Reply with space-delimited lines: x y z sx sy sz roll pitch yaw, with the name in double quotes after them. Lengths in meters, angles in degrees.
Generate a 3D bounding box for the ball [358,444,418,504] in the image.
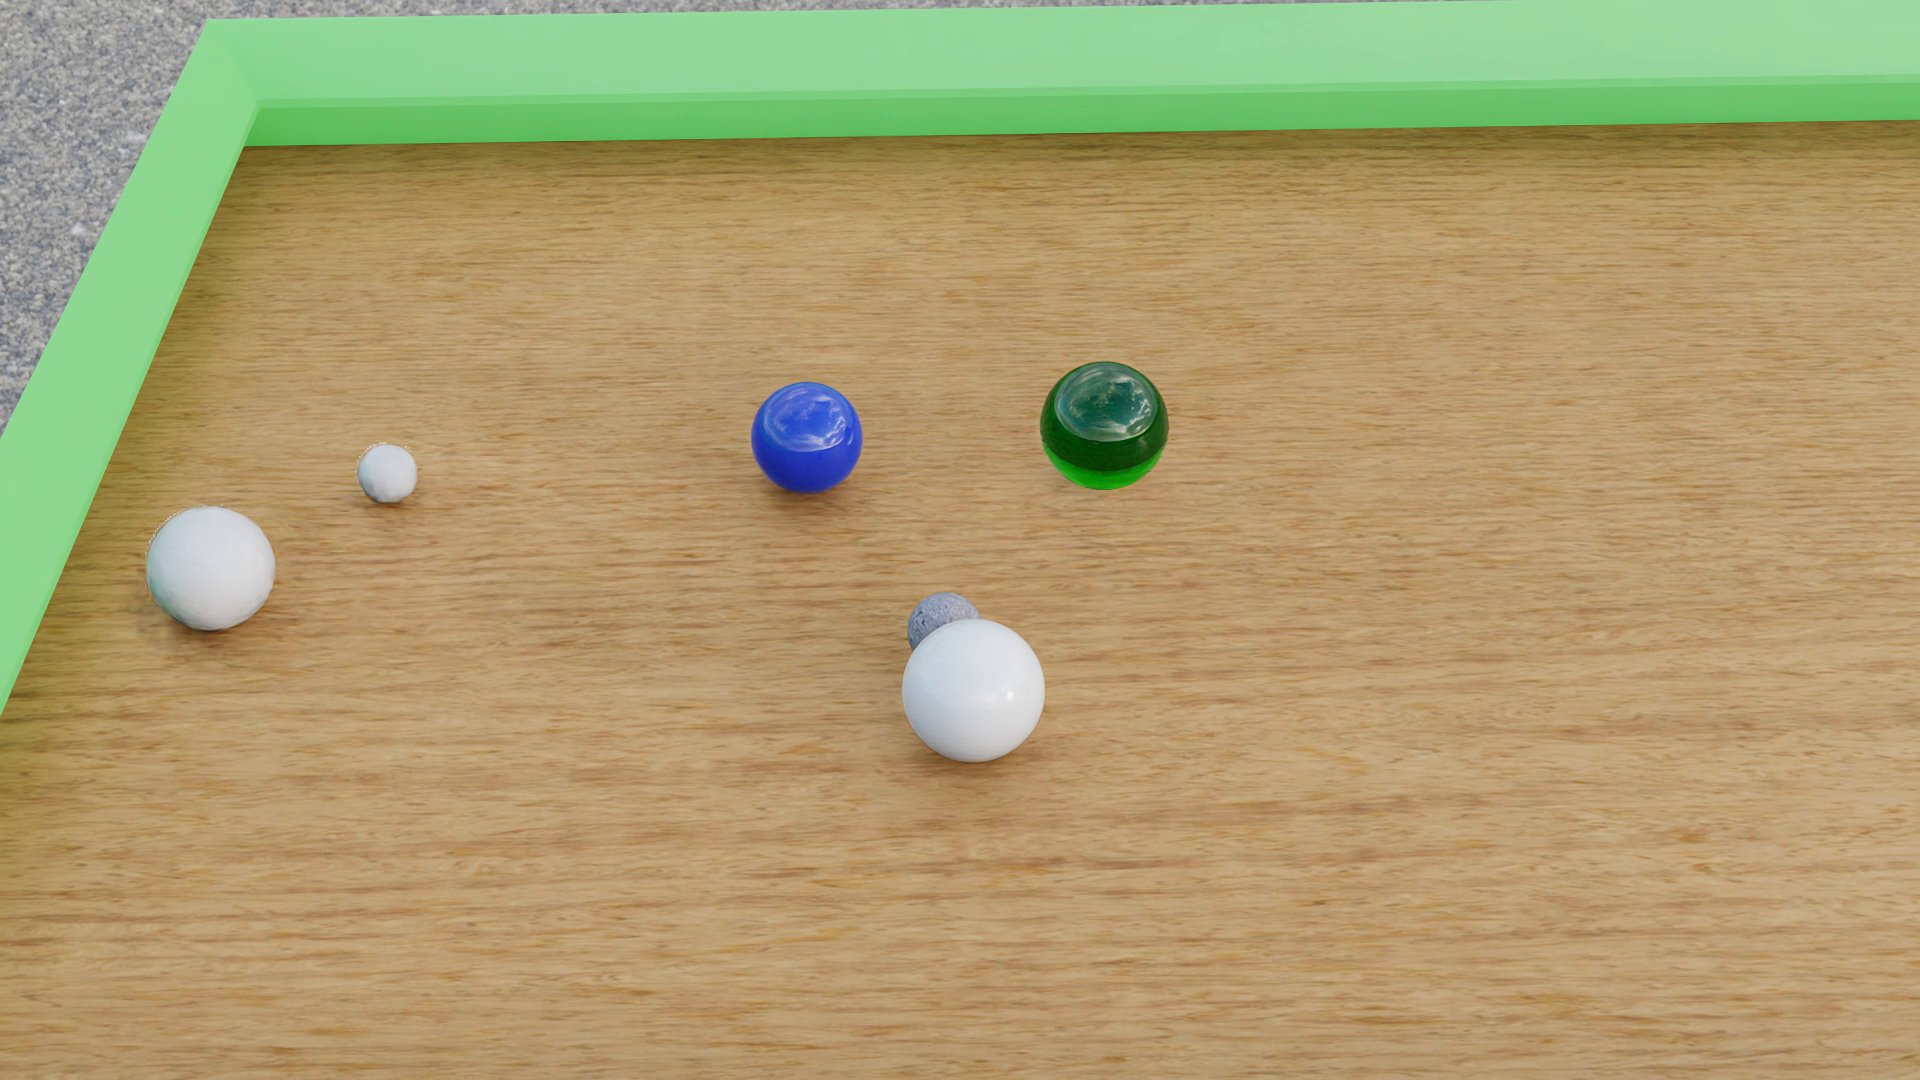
-0.424 -0.049 1.902 0.044 0.044 0.044 0 35 0 "ball"

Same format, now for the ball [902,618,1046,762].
0.009 0.097 1.653 0.093 0.093 0.093 0 35 0 "ball"

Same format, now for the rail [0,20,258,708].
-0.632 -0.009 1.773 0.045 0.125 1.427 -1 35 -2 "rail"

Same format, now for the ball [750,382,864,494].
-0.114 -0.076 1.905 0.084 0.084 0.084 0 35 0 "ball"

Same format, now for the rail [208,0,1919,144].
0.631 -0.433 2.373 2.625 0.125 0.045 -1 35 -2 "rail"

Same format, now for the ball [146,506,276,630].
-0.516 0.020 1.768 0.086 0.086 0.086 0 35 0 "ball"

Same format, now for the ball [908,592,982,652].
-0.010 0.061 1.739 0.052 0.052 0.052 0 35 0 "ball"

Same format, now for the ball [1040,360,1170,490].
0.107 -0.085 1.908 0.096 0.096 0.096 0 35 0 "ball"
